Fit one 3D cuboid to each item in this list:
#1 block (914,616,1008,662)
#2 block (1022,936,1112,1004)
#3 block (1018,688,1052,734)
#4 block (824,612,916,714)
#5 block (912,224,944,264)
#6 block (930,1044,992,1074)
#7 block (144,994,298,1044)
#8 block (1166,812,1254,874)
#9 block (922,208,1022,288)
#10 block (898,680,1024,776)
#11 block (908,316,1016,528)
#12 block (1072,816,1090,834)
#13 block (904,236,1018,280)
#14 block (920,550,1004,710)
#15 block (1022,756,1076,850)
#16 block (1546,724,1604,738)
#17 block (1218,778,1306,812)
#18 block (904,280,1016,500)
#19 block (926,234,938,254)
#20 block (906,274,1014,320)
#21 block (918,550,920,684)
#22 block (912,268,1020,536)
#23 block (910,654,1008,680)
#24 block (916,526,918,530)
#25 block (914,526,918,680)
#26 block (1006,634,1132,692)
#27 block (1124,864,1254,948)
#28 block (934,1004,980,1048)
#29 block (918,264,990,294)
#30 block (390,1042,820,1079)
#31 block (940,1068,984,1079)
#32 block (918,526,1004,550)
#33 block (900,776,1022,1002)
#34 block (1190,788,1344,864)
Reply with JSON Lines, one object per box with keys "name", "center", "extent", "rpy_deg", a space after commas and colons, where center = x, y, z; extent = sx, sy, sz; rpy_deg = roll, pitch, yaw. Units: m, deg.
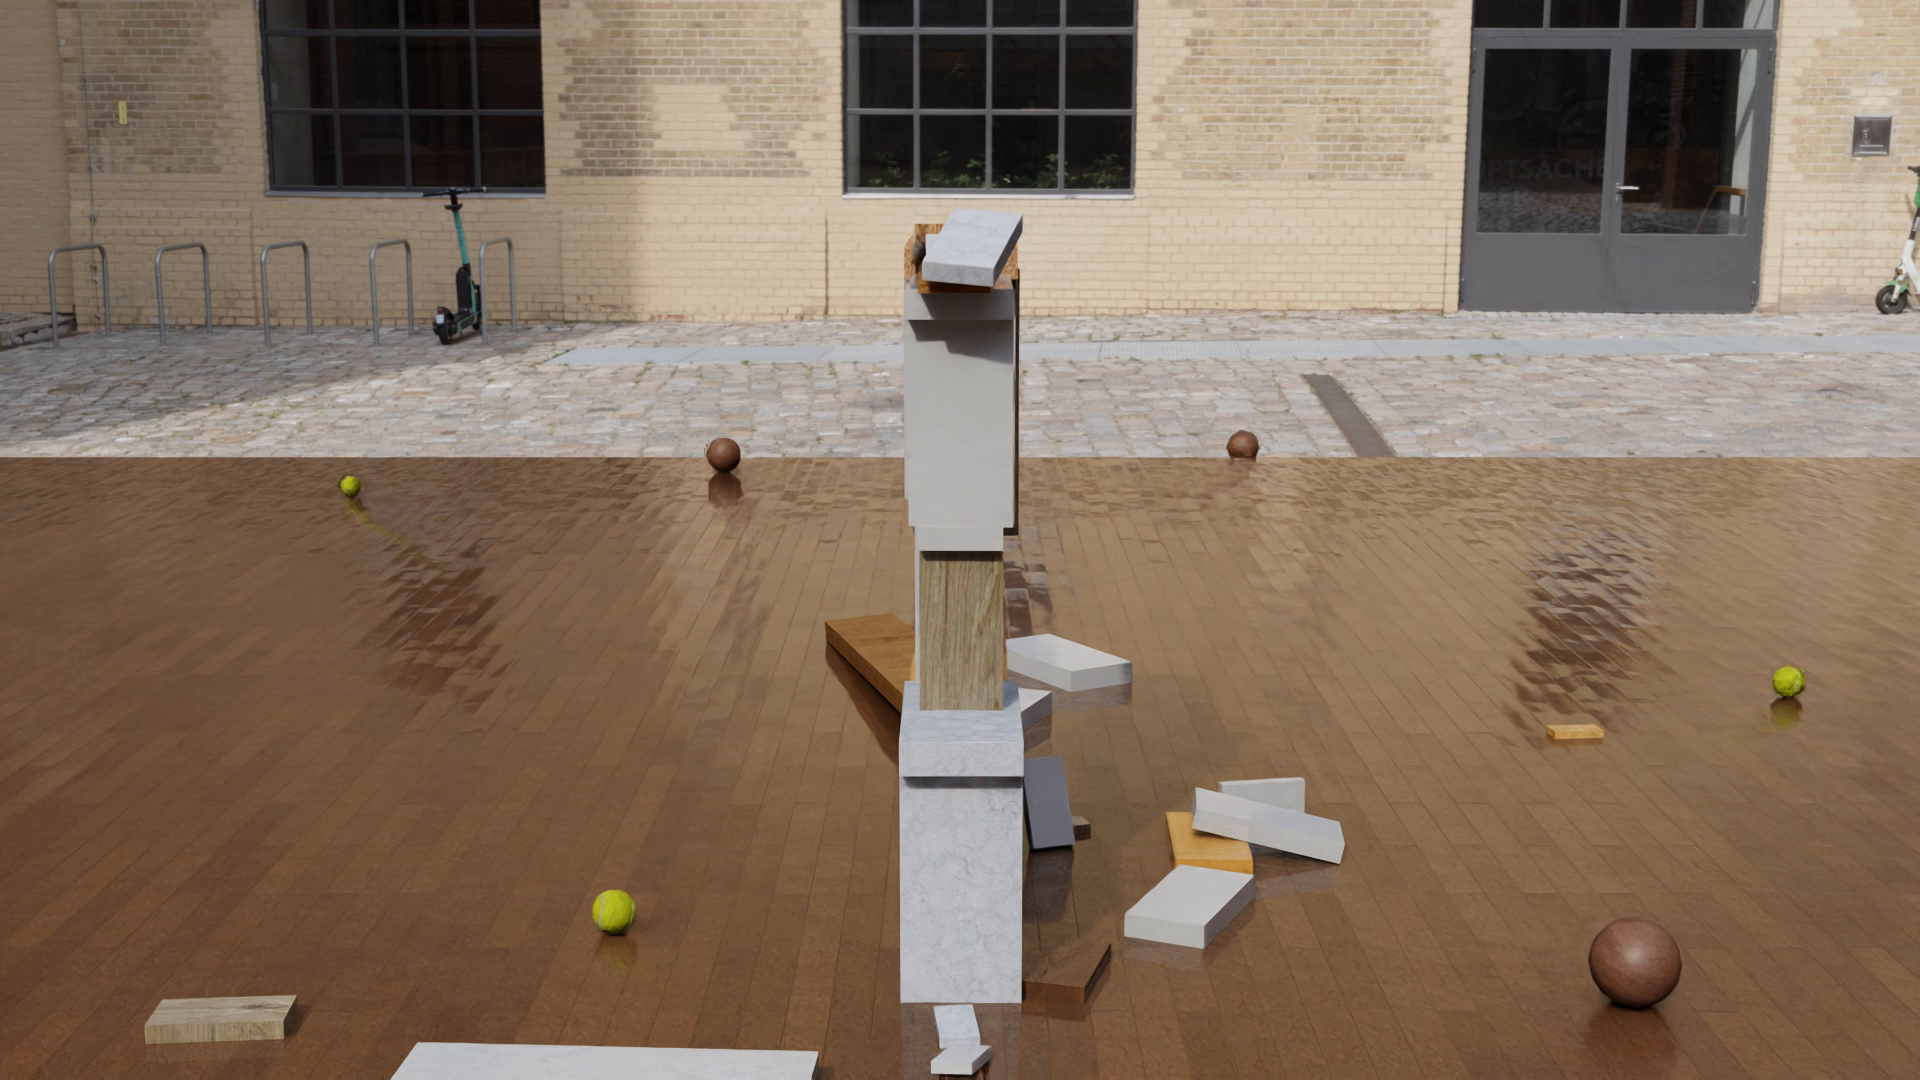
{"name": "block", "center": [0.001, 0.193, 3.939], "extent": [0.159, 0.045, 0.319], "rpy_deg": [0, 11, 0]}
{"name": "block", "center": [0.161, 0.645, 3.302], "extent": [0.094, 0.027, 0.189], "rpy_deg": [3, 11, 15]}
{"name": "block", "center": [0.056, 0.377, 4.681], "extent": [0.172, 0.049, 0.344], "rpy_deg": [4, 11, 22]}
{"name": "block", "center": [-0.108, 0.297, 4.920], "extent": [0.172, 0.049, 1.237], "rpy_deg": [-6, 9, -13]}
{"name": "block", "center": [-0.023, -0.443, 3.297], "extent": [0.094, 0.027, 0.189], "rpy_deg": [0, -3, -3]}
{"name": "block", "center": [0.002, 0.700, 2.963], "extent": [0.056, 0.016, 0.112], "rpy_deg": [-1, -2, 14]}
{"name": "block", "center": [-1.045, 0.679, 3.117], "extent": [0.189, 0.027, 0.095], "rpy_deg": [-1, 11, -5]}
{"name": "block", "center": [0.435, 0.536, 3.859], "extent": [0.131, 0.037, 0.263], "rpy_deg": [0, 11, 2]}
{"name": "block", "center": [0.019, -0.410, 3.067], "extent": [0.099, 0.028, 0.199], "rpy_deg": [7, 31, 11]}
{"name": "block", "center": [0.002, 0.278, 3.280], "extent": [0.176, 0.050, 0.353], "rpy_deg": [0, 11, 0]}
{"name": "block", "center": [0.003, -0.173, 3.194], "extent": [0.152, 0.304, 0.043], "rpy_deg": [1, 11, 5]}
{"name": "block", "center": [0.180, 0.521, 4.002], "extent": [0.105, 0.015, 0.053], "rpy_deg": [-3, 11, -16]}
{"name": "block", "center": [0.003, -0.460, 3.572], "extent": [0.175, 0.050, 0.351], "rpy_deg": [0, 11, 0]}
{"name": "block", "center": [0.002, 0.129, 3.268], "extent": [0.123, 0.247, 0.035], "rpy_deg": [0, 11, 0]}
{"name": "block", "center": [0.153, 0.466, 3.909], "extent": [0.080, 0.159, 0.023], "rpy_deg": [-4, -12, -20]}
{"name": "block", "center": [1.295, 0.404, 4.632], "extent": [0.105, 0.015, 0.053], "rpy_deg": [-1, 11, -5]}
{"name": "block", "center": [0.553, 0.481, 4.036], "extent": [0.159, 0.080, 0.023], "rpy_deg": [-2, 10, -11]}
{"name": "block", "center": [0.000, -0.242, 3.495], "extent": [0.176, 0.351, 0.050], "rpy_deg": [0, 11, 1]}
{"name": "block", "center": [0.000, -0.418, 3.240], "extent": [0.099, 0.028, 0.199], "rpy_deg": [0, -3, -1]}
{"name": "block", "center": [0.000, -0.361, 3.252], "extent": [0.152, 0.043, 0.304], "rpy_deg": [0, 11, 0]}
{"name": "block", "center": [-0.003, 0.099, 3.429], "extent": [0.123, 0.247, 0.035], "rpy_deg": [0, 10, 0]}
{"name": "block", "center": [0.009, -0.233, 3.727], "extent": [0.176, 0.454, 0.050], "rpy_deg": [-2, 11, -9]}
{"name": "block", "center": [-0.002, 0.248, 3.622], "extent": [0.161, 0.046, 0.322], "rpy_deg": [0, 11, 0]}
{"name": "block", "center": [0.000, -0.060, 3.579], "extent": [0.134, 0.038, 0.268], "rpy_deg": [0, 11, 0]}
{"name": "block", "center": [-0.004, 0.107, 3.521], "extent": [0.134, 0.268, 0.038], "rpy_deg": [0, 11, 0]}
{"name": "block", "center": [0.233, 0.286, 5.170], "extent": [0.172, 0.049, 0.344], "rpy_deg": [-6, 12, -31]}
{"name": "block", "center": [0.375, 0.591, 3.562], "extent": [0.131, 0.037, 0.263], "rpy_deg": [5, 12, 24]}
{"name": "block", "center": [-0.005, 0.686, 3.106], "extent": [0.056, 0.016, 0.113], "rpy_deg": [-1, 11, -5]}
{"name": "block", "center": [-0.009, -0.372, 3.123], "extent": [0.099, 0.028, 0.199], "rpy_deg": [0, 11, -1]}
{"name": "block", "center": [-0.463, 0.715, 2.872], "extent": [0.543, 0.045, 0.158], "rpy_deg": [1, 11, 3]}
{"name": "block", "center": [0.004, 0.726, 2.896], "extent": [0.056, 0.016, 0.112], "rpy_deg": [-1, 11, -4]}
{"name": "block", "center": [0.003, -0.024, 3.322], "extent": [0.123, 0.035, 0.247], "rpy_deg": [0, 11, 1]}
{"name": "block", "center": [0.002, 0.497, 3.202], "extent": [0.176, 0.353, 0.050], "rpy_deg": [0, 10, 0]}
{"name": "block", "center": [0.541, 0.503, 3.879], "extent": [0.263, 0.037, 0.131], "rpy_deg": [13, 11, 3]}
